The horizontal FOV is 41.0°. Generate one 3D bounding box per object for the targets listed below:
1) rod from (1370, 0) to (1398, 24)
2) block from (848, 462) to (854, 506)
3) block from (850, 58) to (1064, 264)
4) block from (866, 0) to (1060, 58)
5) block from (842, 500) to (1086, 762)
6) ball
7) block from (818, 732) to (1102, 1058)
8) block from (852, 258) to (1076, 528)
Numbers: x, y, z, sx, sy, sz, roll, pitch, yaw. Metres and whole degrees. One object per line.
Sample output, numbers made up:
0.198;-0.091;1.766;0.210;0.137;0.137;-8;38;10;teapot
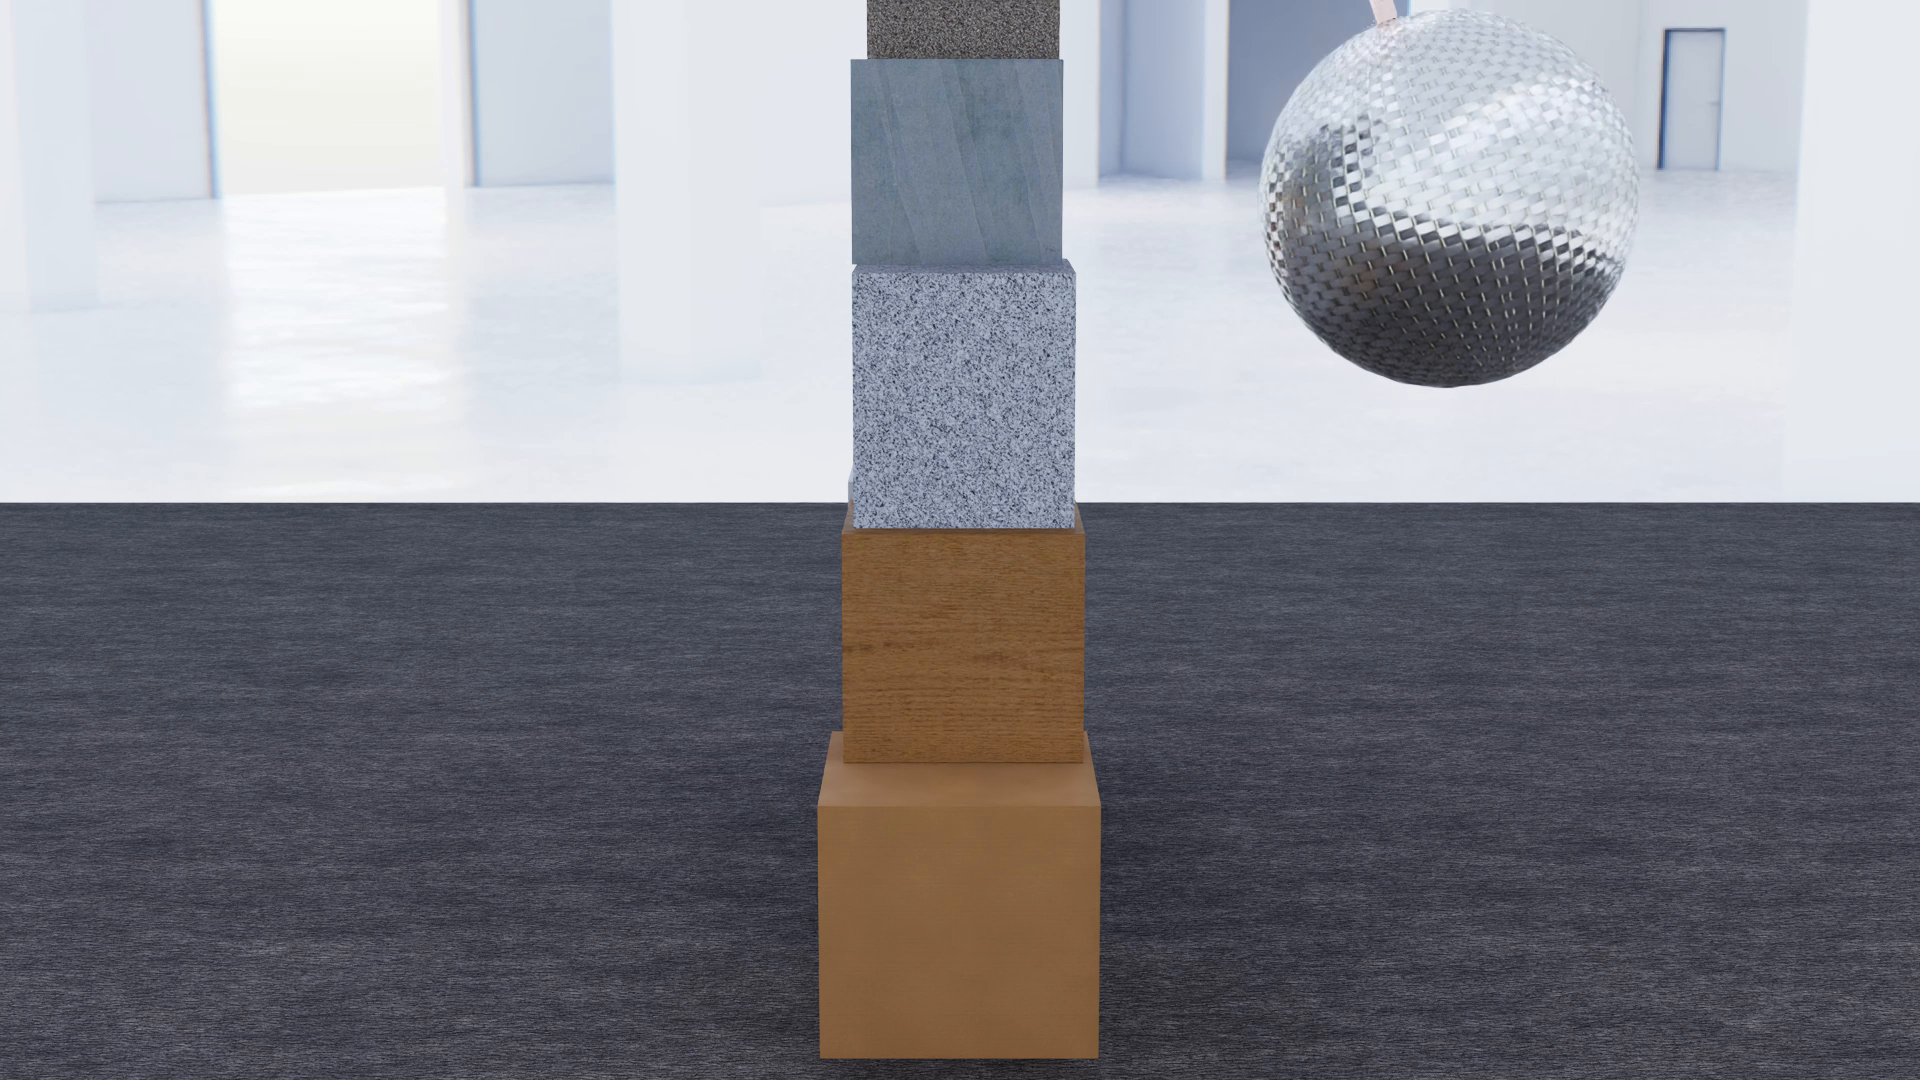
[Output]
0.899;-4.585;10.347;0.080;5.200;0.080;-20;10;4;rod
-0.001;0.088;11.639;0.971;0.856;0.900;0;10;0;block
-0.011;-1.516;10.224;0.814;0.782;0.757;0;10;0;block
0.013;-2.298;10.170;0.746;0.778;0.629;0;10;0;block
0.012;0.338;9.984;0.904;0.874;0.807;0;10;0;block
2.074;-1.446;10.917;1.600;1.600;1.600;0;10;0;ball
-0.003;1.314;9.699;1.006;0.945;1.055;0;10;0;block
0.015;-0.586;9.954;0.829;0.955;0.825;0;10;0;block
